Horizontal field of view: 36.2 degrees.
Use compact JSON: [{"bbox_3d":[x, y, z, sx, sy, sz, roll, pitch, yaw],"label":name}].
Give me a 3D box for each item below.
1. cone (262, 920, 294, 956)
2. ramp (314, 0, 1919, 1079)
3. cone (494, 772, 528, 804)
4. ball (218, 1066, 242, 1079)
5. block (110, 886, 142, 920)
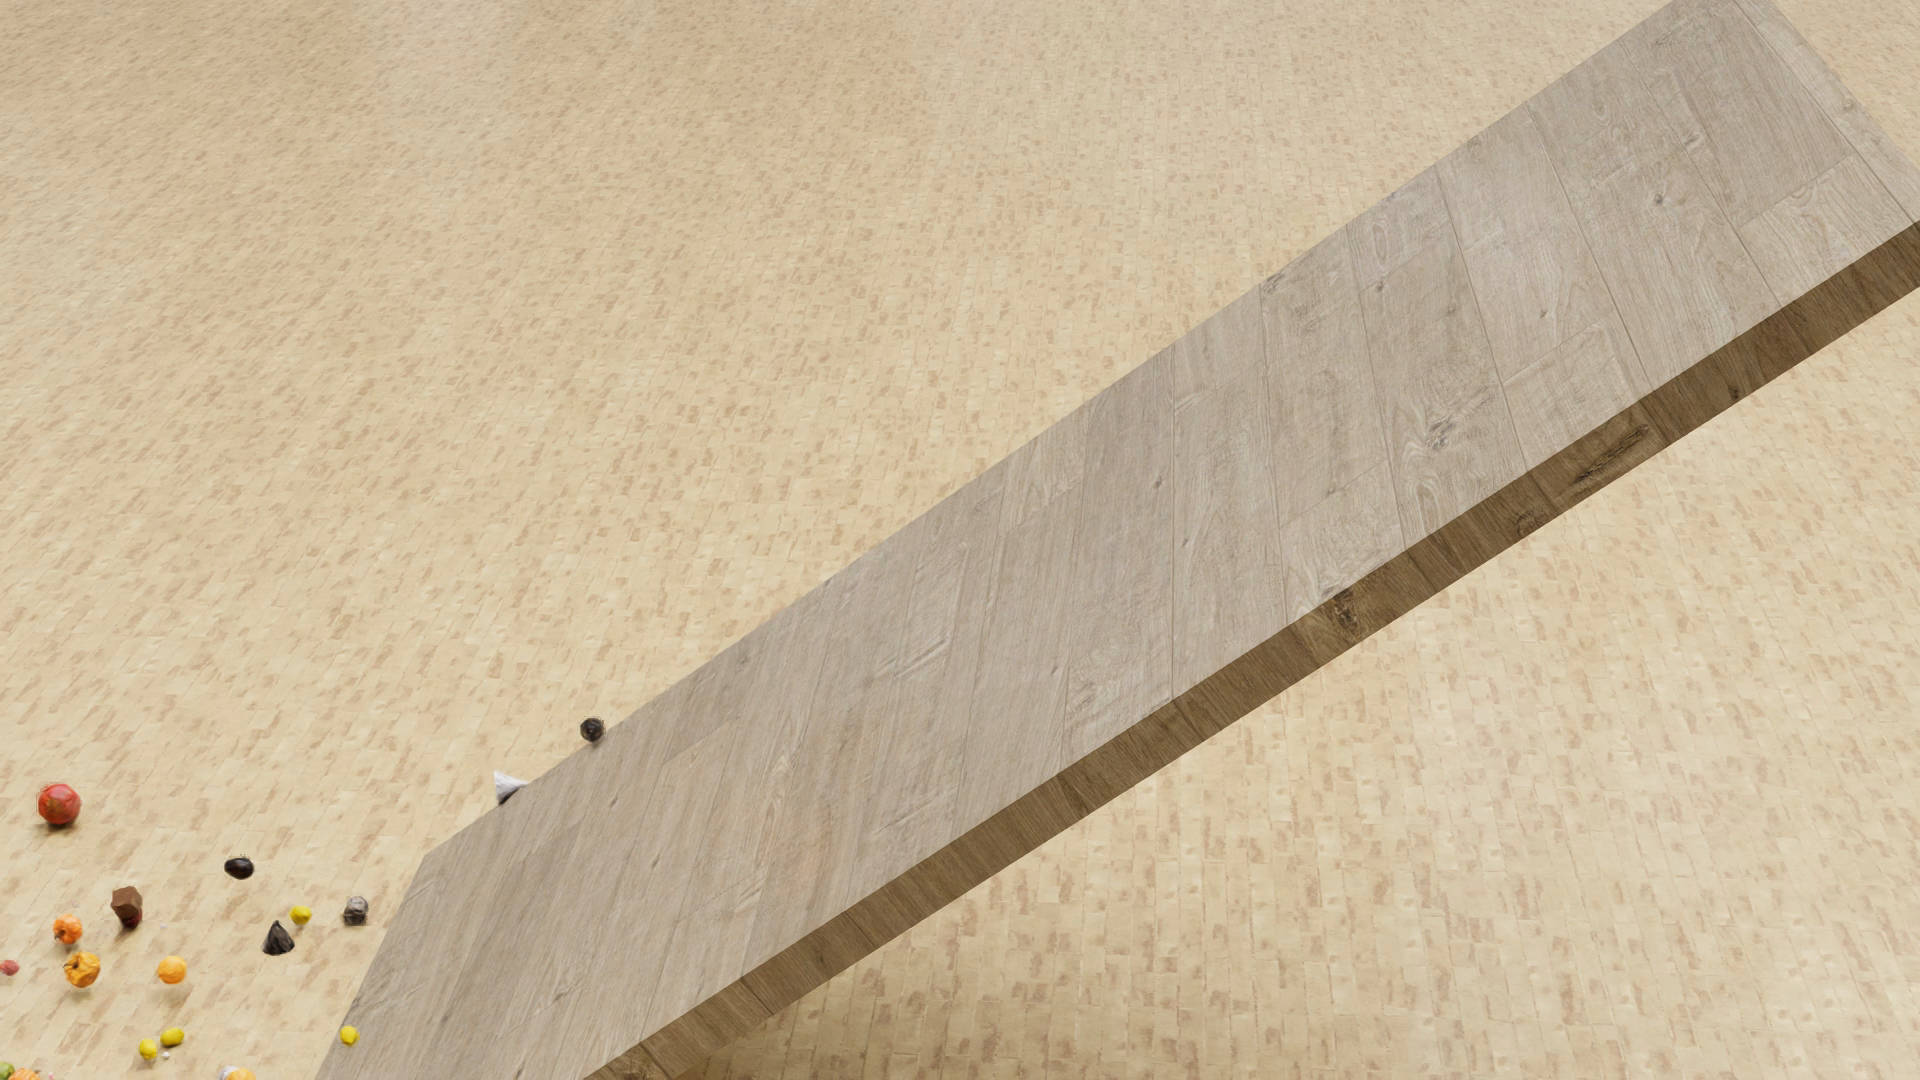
[{"bbox_3d":[-1.740,0.999,7.490,0.084,0.084,0.084,2,29,-1],"label":"cone"},{"bbox_3d":[0.129,0.179,6.322,4.000,0.100,2.000,-34,16,16],"label":"ramp"},{"bbox_3d":[-1.175,0.646,7.726,0.087,0.087,0.087,-8,23,-8],"label":"cone"},{"bbox_3d":[-1.715,1.262,6.911,0.052,0.052,0.052,0,23,0],"label":"ball"},{"bbox_3d":[-2.143,0.932,7.564,0.055,0.055,0.055,-14,47,6],"label":"block"}]
